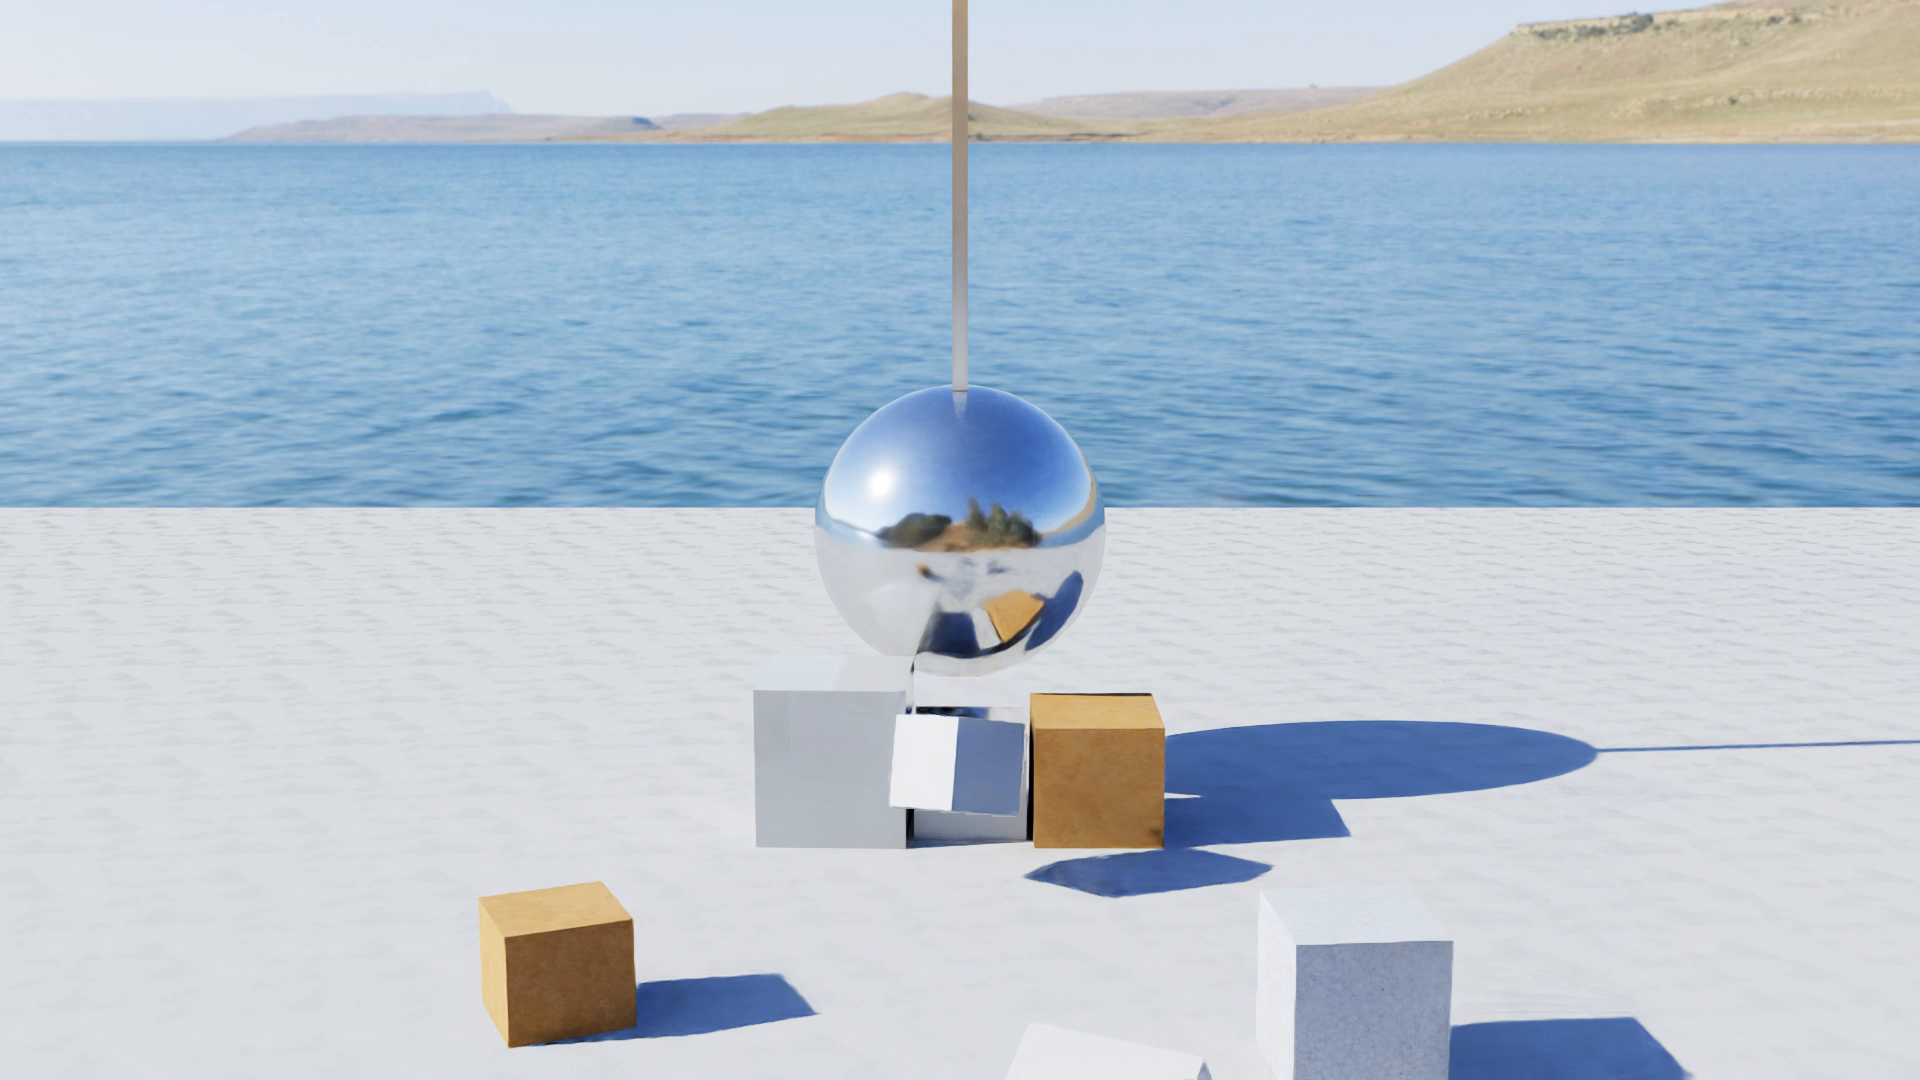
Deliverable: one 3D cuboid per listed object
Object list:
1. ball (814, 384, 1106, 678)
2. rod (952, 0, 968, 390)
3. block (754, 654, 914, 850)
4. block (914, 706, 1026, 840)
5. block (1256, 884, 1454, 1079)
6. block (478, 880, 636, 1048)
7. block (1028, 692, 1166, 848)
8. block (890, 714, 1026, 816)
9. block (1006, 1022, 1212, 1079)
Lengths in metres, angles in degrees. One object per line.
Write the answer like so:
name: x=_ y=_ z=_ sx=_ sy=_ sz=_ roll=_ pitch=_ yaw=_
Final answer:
ball: x=0.000 y=-0.051 z=12.014 sx=1.600 sy=1.600 sz=1.600 roll=0 pitch=10 yaw=0
rod: x=0.000 y=-3.280 z=10.949 sx=0.080 sy=5.200 sz=0.080 roll=0 pitch=18 yaw=0
block: x=-0.635 y=1.080 z=11.351 sx=0.755 sy=0.814 sz=0.766 roll=0 pitch=10 yaw=2
block: x=0.053 y=1.201 z=11.404 sx=0.568 sy=0.556 sz=0.564 roll=0 pitch=10 yaw=0
block: x=1.488 y=1.719 z=8.370 sx=0.586 sy=0.622 sz=0.603 roll=-1 pitch=10 yaw=-5
block: x=-1.631 y=1.707 z=8.898 sx=0.513 sy=0.457 sz=0.500 roll=-4 pitch=11 yaw=-23
block: x=0.694 y=1.179 z=11.340 sx=0.649 sy=0.622 sz=0.713 roll=0 pitch=10 yaw=-1
block: x=-0.013 y=1.065 z=10.421 sx=0.422 sy=0.432 sz=0.451 roll=10 pitch=-9 yaw=-40
block: x=0.428 y=1.931 z=6.666 sx=0.578 sy=0.546 sz=0.635 roll=5 pitch=48 yaw=27
